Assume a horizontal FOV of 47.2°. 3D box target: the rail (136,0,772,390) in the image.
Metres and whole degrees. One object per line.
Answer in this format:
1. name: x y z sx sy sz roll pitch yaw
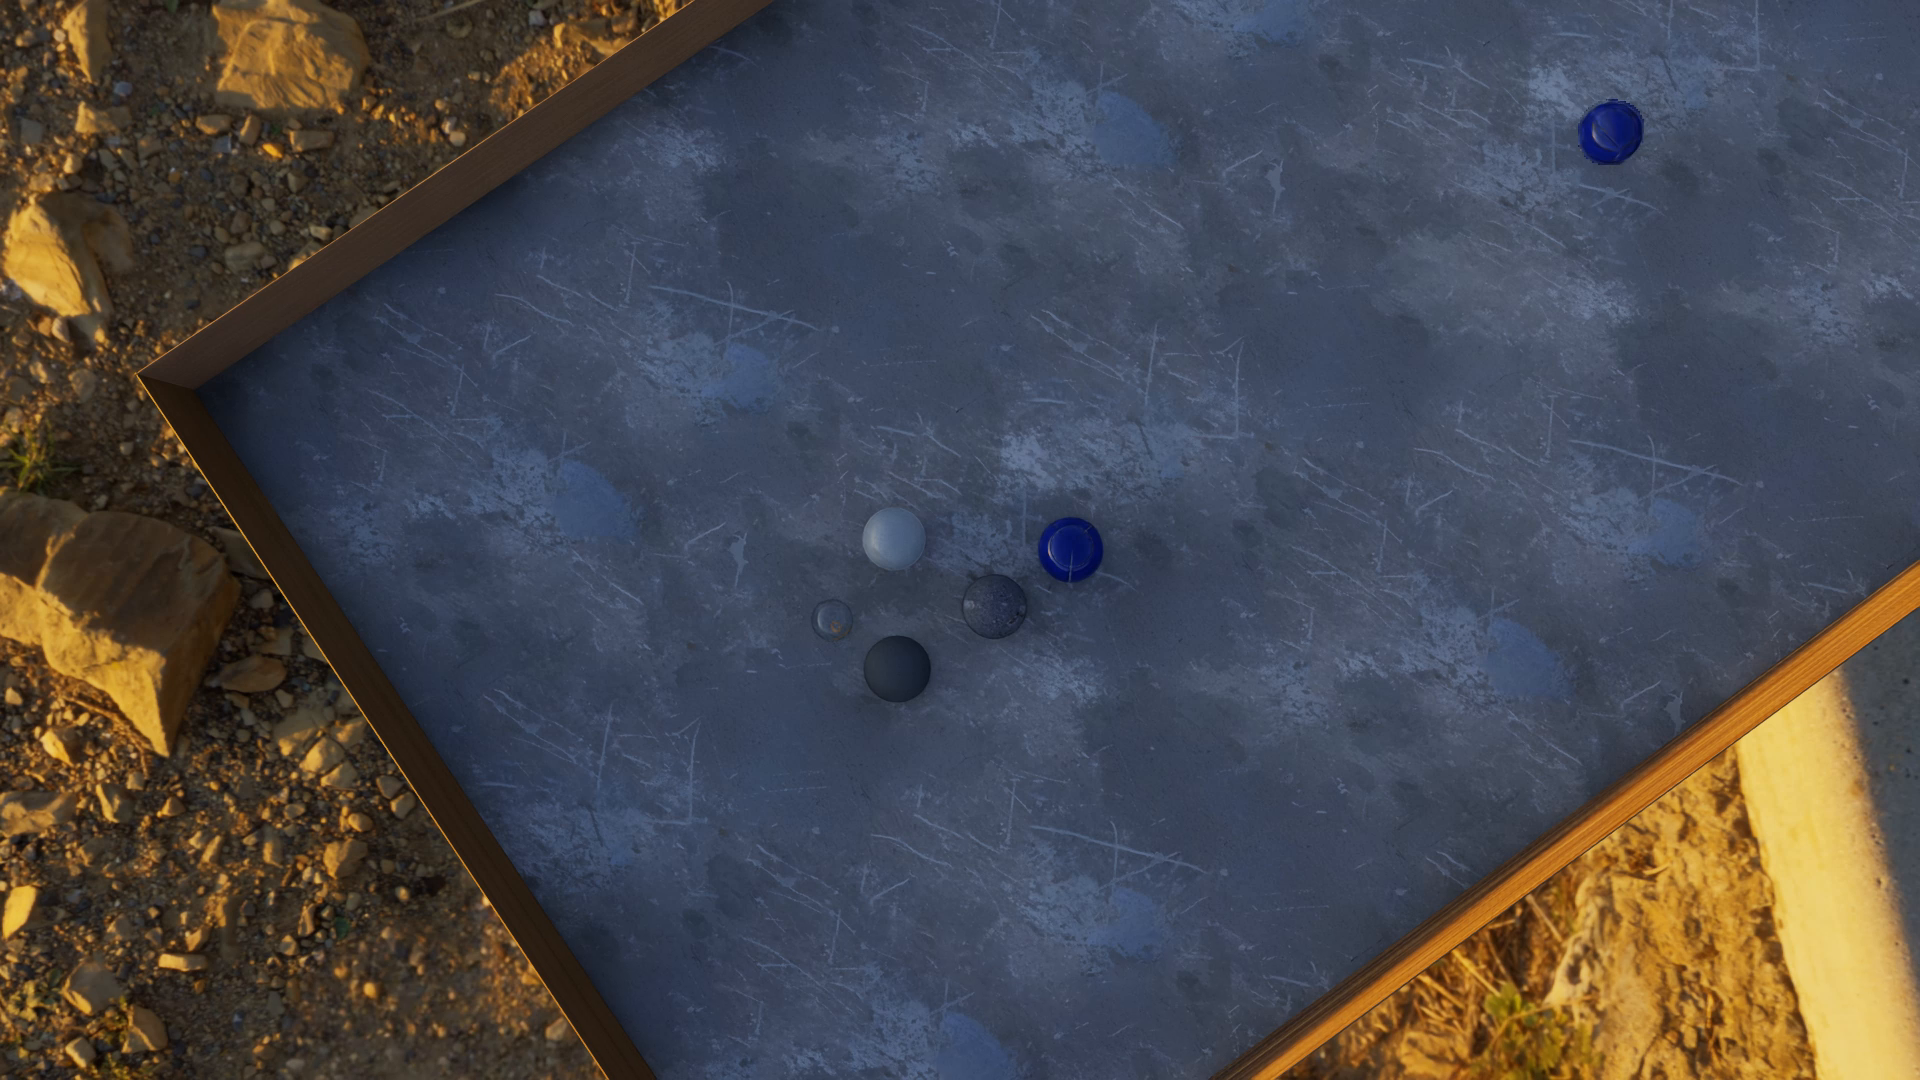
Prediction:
1. rail: 0.194 -1.184 3.397 3.388 0.128 0.045 -35 84 -5

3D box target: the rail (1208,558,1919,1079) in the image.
1. rail: 1.189 0.209 3.205 3.388 0.128 0.045 -35 84 -5

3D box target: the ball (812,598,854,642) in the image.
1. ball: -0.189 0.118 3.252 0.062 0.062 0.062 0 82 0

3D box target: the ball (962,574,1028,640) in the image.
1. ball: 0.051 0.098 3.238 0.096 0.096 0.096 0 82 0

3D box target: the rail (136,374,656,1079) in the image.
1. rail: -0.672 0.468 3.169 0.045 0.128 1.770 -35 84 -5

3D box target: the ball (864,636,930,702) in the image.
1. ball: -0.092 0.189 3.224 0.099 0.099 0.099 0 82 0

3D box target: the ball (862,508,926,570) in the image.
1. ball: -0.098 -0.002 3.252 0.094 0.094 0.094 0 82 0

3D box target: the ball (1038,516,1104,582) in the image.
1. ball: 0.164 0.015 3.248 0.098 0.098 0.098 0 82 0

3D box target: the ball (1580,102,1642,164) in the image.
1. ball: 0.988 -0.618 3.338 0.093 0.093 0.093 0 82 0
